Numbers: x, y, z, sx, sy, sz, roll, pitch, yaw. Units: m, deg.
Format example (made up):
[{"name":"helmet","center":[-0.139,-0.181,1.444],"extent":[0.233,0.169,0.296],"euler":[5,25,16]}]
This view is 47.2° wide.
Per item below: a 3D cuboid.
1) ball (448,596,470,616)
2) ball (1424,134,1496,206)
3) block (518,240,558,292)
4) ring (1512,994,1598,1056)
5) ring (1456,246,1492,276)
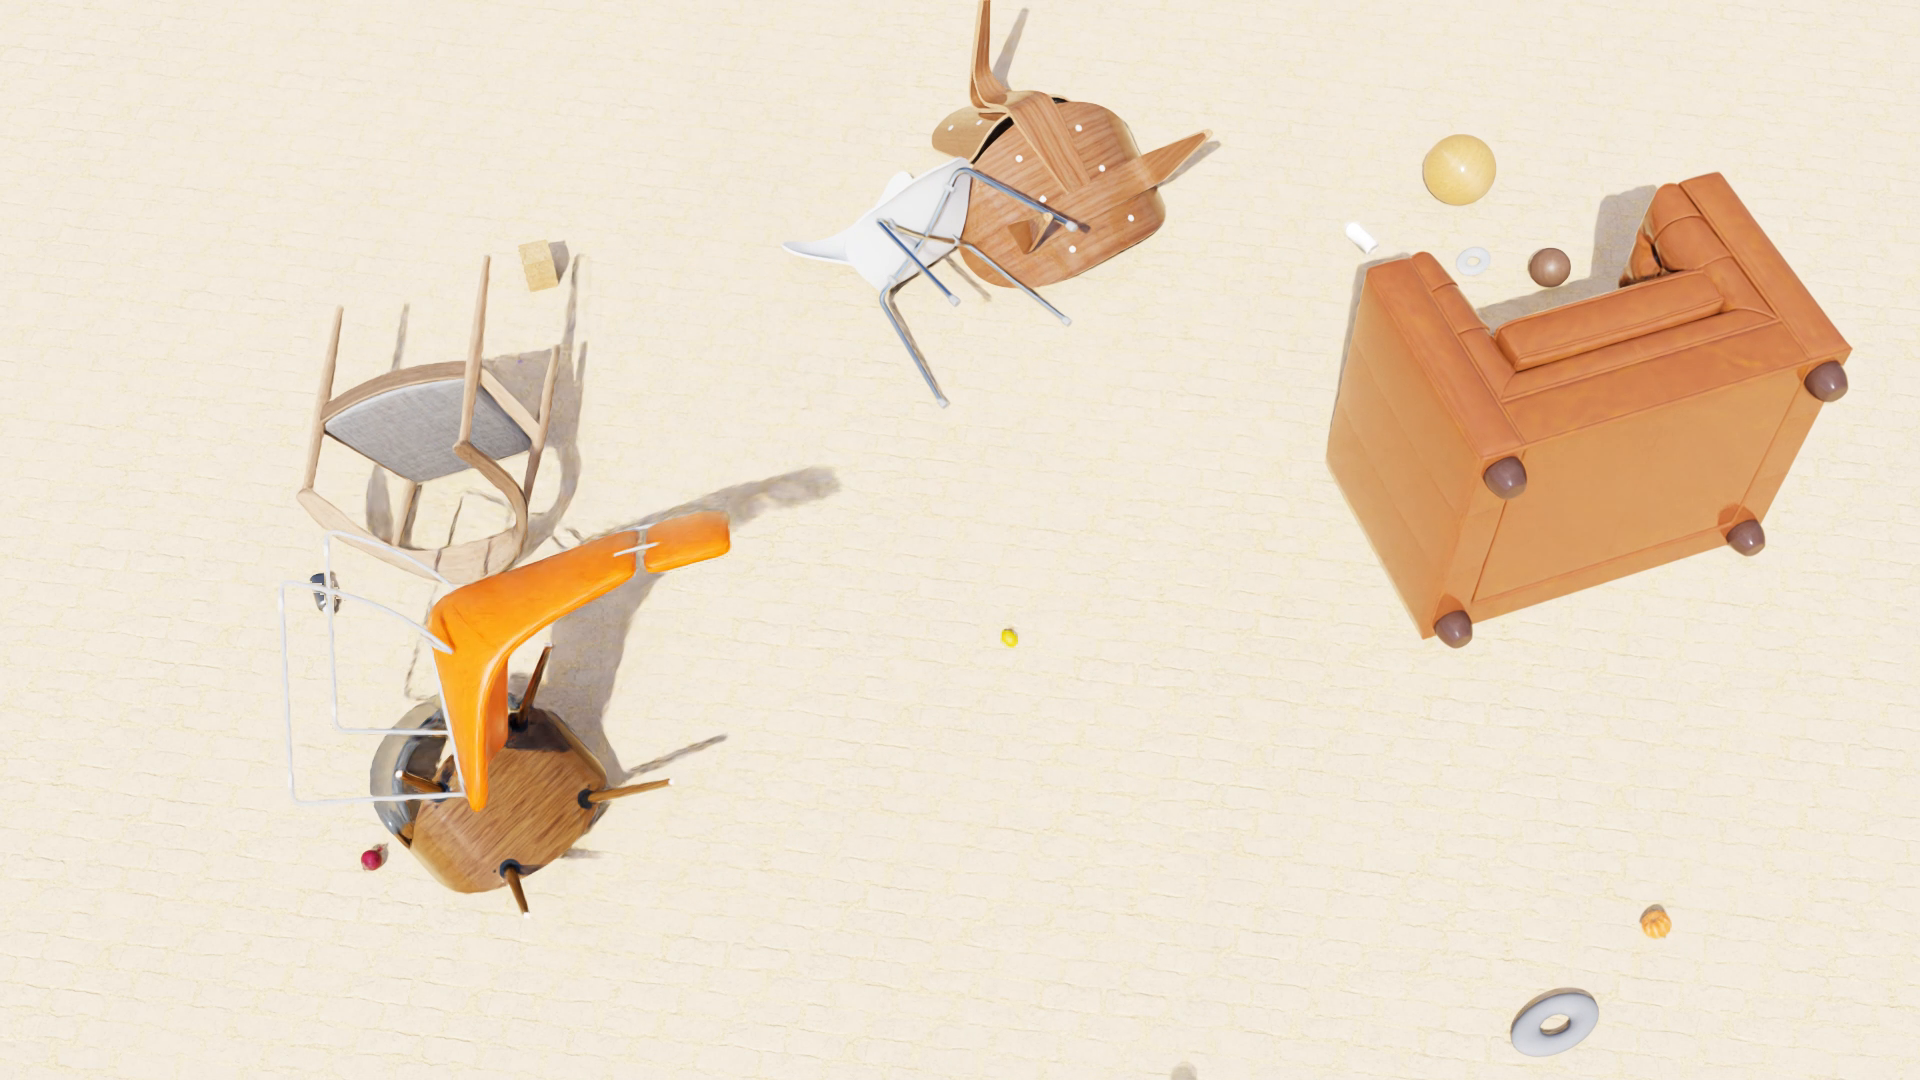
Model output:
[{"name":"ball","center":[-1.461,0.191,6.409],"extent":[0.060,0.060,0.060],"euler":[0,56,0]},{"name":"ball","center":[1.649,-1.221,7.252],"extent":[0.234,0.234,0.234],"euler":[0,56,0]},{"name":"block","center":[-1.358,-0.883,7.086],"extent":[0.093,0.134,0.088],"euler":[-15,57,-10]},{"name":"ring","center":[1.543,1.257,5.702],"extent":[0.259,0.048,0.142],"euler":[-23,60,-14]},{"name":"ring","center":[1.674,-0.909,7.168],"extent":[0.102,0.026,0.137],"euler":[38,63,21]}]
